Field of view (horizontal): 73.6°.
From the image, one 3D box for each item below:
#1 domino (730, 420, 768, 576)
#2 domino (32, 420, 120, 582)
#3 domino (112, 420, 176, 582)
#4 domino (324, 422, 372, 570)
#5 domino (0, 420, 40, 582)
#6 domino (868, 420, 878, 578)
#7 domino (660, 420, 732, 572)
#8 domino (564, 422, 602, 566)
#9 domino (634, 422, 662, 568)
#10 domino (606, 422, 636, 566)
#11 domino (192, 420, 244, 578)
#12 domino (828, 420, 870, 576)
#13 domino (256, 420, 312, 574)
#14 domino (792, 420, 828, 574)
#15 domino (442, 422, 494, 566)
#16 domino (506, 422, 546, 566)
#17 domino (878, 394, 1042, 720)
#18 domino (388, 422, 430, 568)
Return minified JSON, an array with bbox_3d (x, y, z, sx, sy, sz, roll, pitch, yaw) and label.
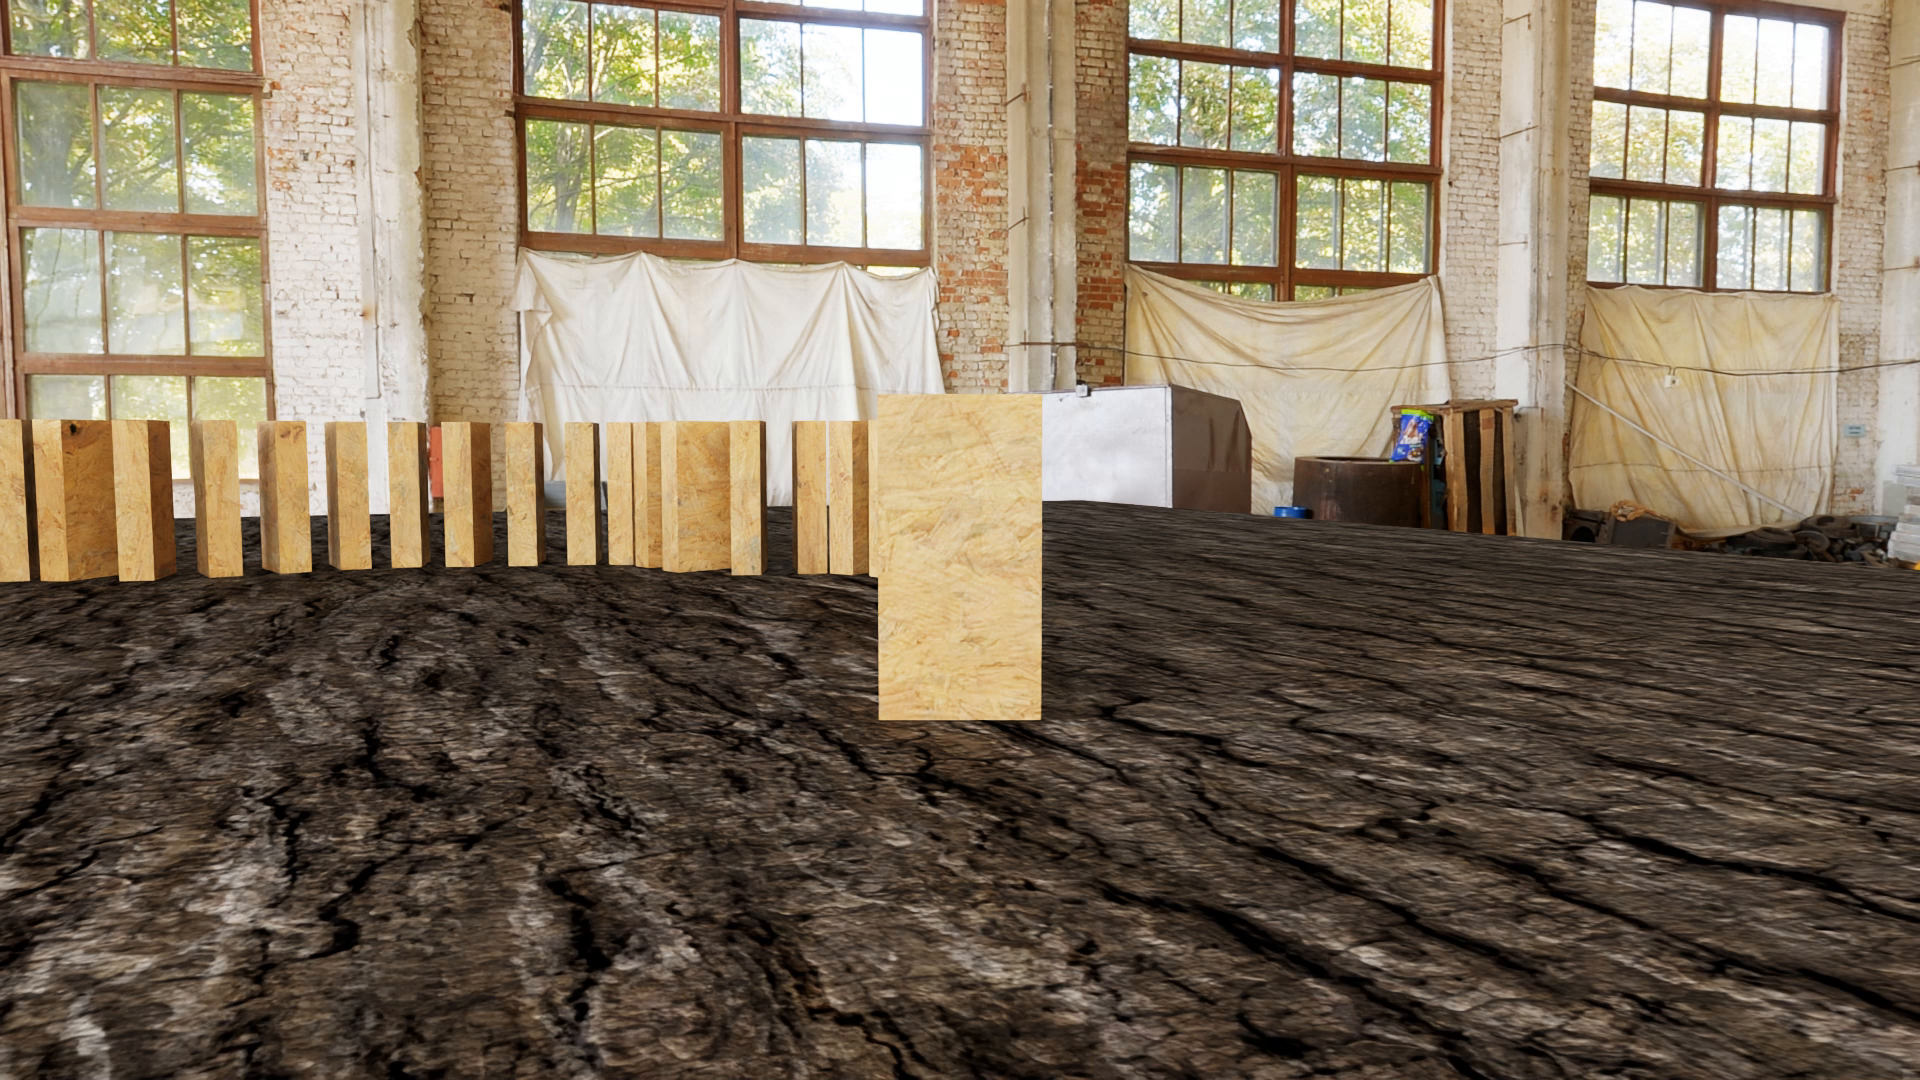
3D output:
[{"bbox_3d":[-0.070,-0.014,0.427,0.010,0.050,0.025,0,4,-4],"label":"domino"},{"bbox_3d":[-0.279,-0.013,0.408,0.009,0.050,0.025,0,4,7],"label":"domino"},{"bbox_3d":[-0.260,-0.013,0.409,0.009,0.050,0.025,-1,5,-18],"label":"domino"},{"bbox_3d":[-0.212,-0.016,0.444,0.009,0.050,0.025,-3,5,-34],"label":"domino"},{"bbox_3d":[-0.299,-0.013,0.406,0.009,0.050,0.025,-2,5,-25],"label":"domino"},{"bbox_3d":[-0.017,-0.014,0.415,0.025,0.050,0.010,-4,6,-40],"label":"domino"},{"bbox_3d":[-0.088,-0.015,0.435,0.025,0.050,0.010,-4,6,-45],"label":"domino"},{"bbox_3d":[-0.135,-0.017,0.462,0.010,0.050,0.025,-1,4,-10],"label":"domino"},{"bbox_3d":[-0.100,-0.016,0.450,0.025,0.050,0.010,-4,6,-40],"label":"domino"},{"bbox_3d":[-0.116,-0.017,0.462,0.009,0.050,0.025,1,4,17],"label":"domino"},{"bbox_3d":[-0.243,-0.014,0.419,0.010,0.050,0.025,-3,5,-38],"label":"domino"},{"bbox_3d":[-0.032,-0.015,0.428,0.009,0.050,0.025,3,5,33],"label":"domino"},{"bbox_3d":[-0.227,-0.015,0.431,0.010,0.050,0.025,-4,6,-40],"label":"domino"},{"bbox_3d":[-0.051,-0.015,0.431,0.010,0.050,0.025,-1,4,-11],"label":"domino"},{"bbox_3d":[-0.174,-0.017,0.455,0.009,0.050,0.025,0,4,-5],"label":"domino"},{"bbox_3d":[-0.155,-0.017,0.458,0.009,0.050,0.025,-1,4,-11],"label":"domino"},{"bbox_3d":[0.000,0.002,0.201,0.025,0.050,0.010,0,4,0],"label":"domino"},{"bbox_3d":[-0.194,-0.016,0.452,0.010,0.050,0.025,-1,4,-16],"label":"domino"}]
